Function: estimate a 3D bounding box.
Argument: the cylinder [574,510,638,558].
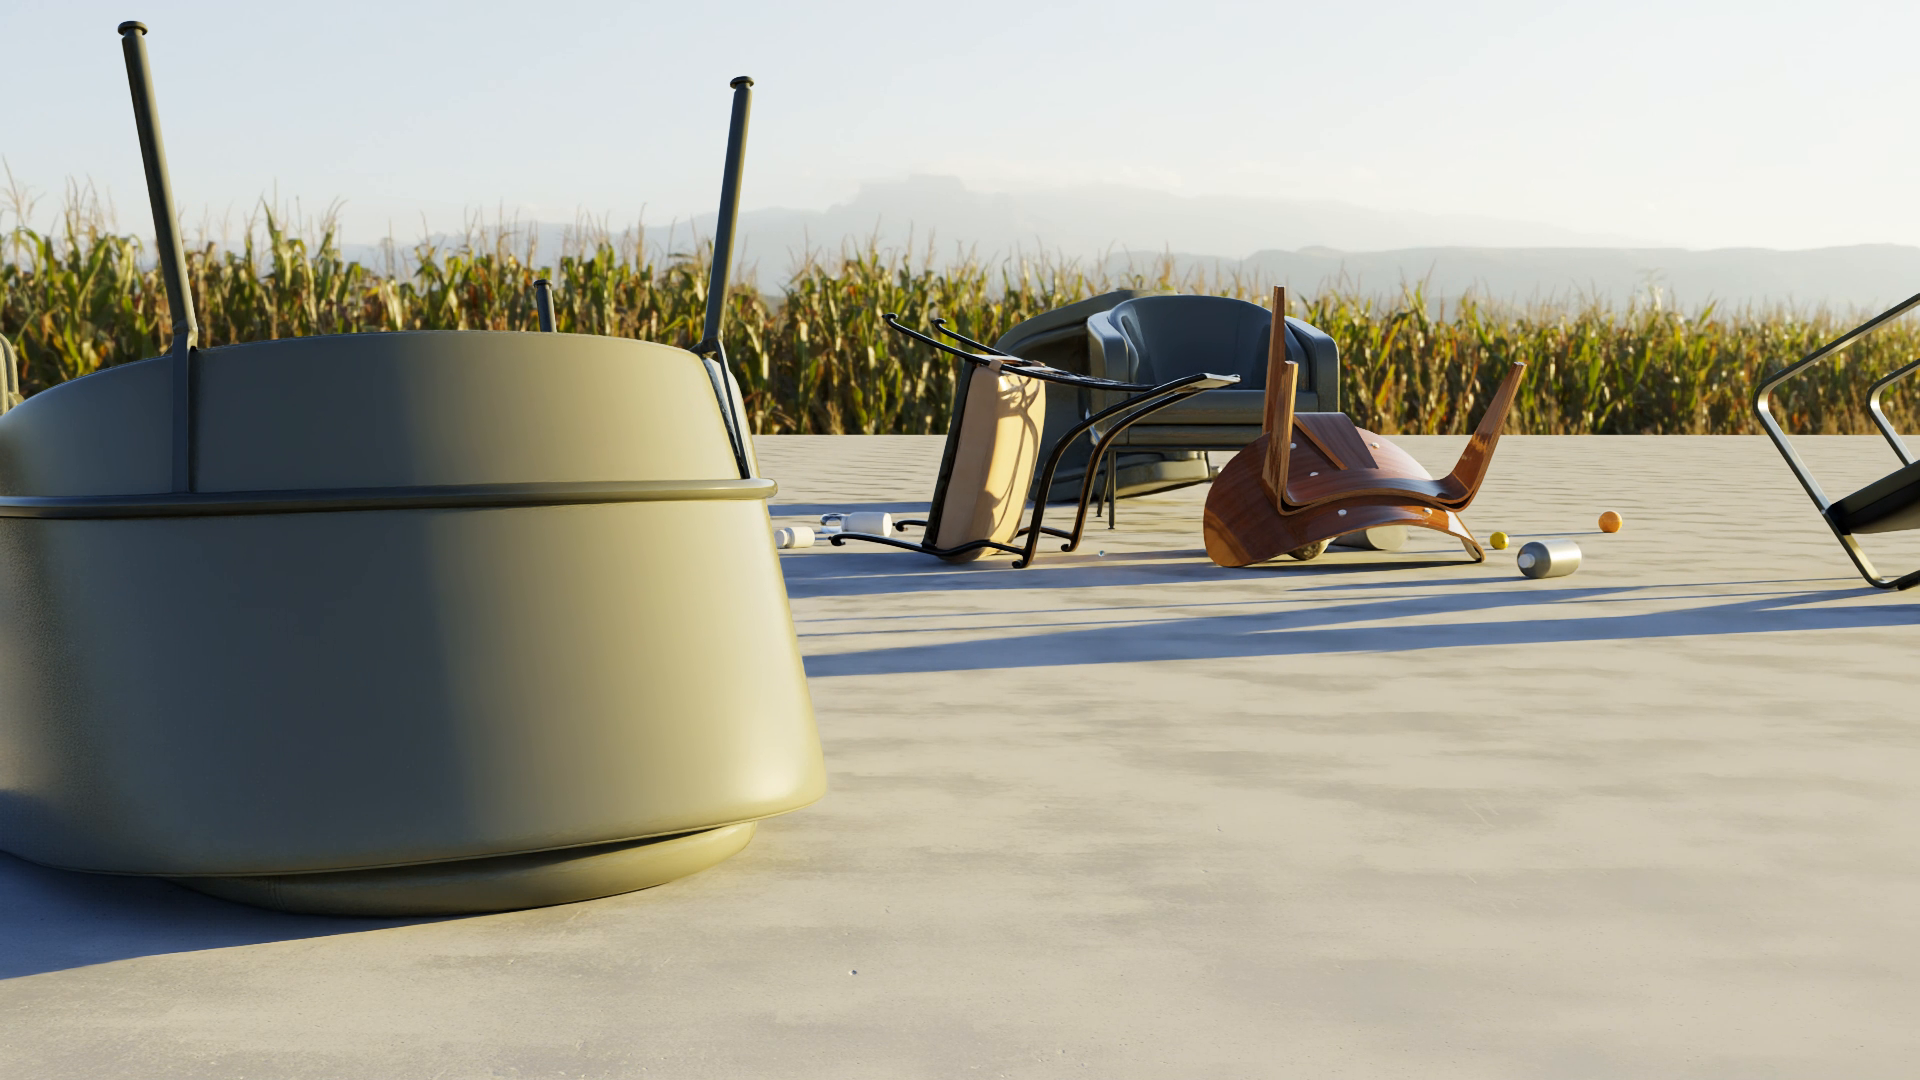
[{"bbox_3d":[-0.945,-0.017,5.860,0.148,0.128,0.180,-1,5,-17],"label":"cylinder"}]

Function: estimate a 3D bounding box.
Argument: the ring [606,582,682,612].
[{"bbox_3d":[-0.650,0.116,4.529,0.157,0.046,0.249,-1,4,-2],"label":"ring"}]

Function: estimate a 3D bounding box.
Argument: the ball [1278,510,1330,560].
[{"bbox_3d":[0.903,-0.014,5.772,0.134,0.134,0.134,0,4,0],"label":"ball"}]

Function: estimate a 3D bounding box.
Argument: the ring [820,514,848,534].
[{"bbox_3d":[-0.395,-0.051,6.889,0.090,0.057,0.138,-2,5,-3],"label":"ring"}]

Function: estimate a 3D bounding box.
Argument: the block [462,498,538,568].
[{"bbox_3d":[-1.172,-0.018,5.602,0.161,0.165,0.190,0,4,-4],"label":"block"}]

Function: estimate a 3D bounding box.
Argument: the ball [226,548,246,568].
[{"bbox_3d":[-1.819,0.045,5.526,0.050,0.050,0.050,0,4,0],"label":"ball"}]

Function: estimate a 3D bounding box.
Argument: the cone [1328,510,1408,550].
[{"bbox_3d":[1.124,-0.007,6.237,0.155,0.115,0.257,-8,-5,-32],"label":"cone"}]

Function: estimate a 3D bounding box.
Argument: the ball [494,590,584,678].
[{"bbox_3d":[-0.656,0.145,3.431,0.137,0.137,0.137,0,4,0],"label":"ball"}]
